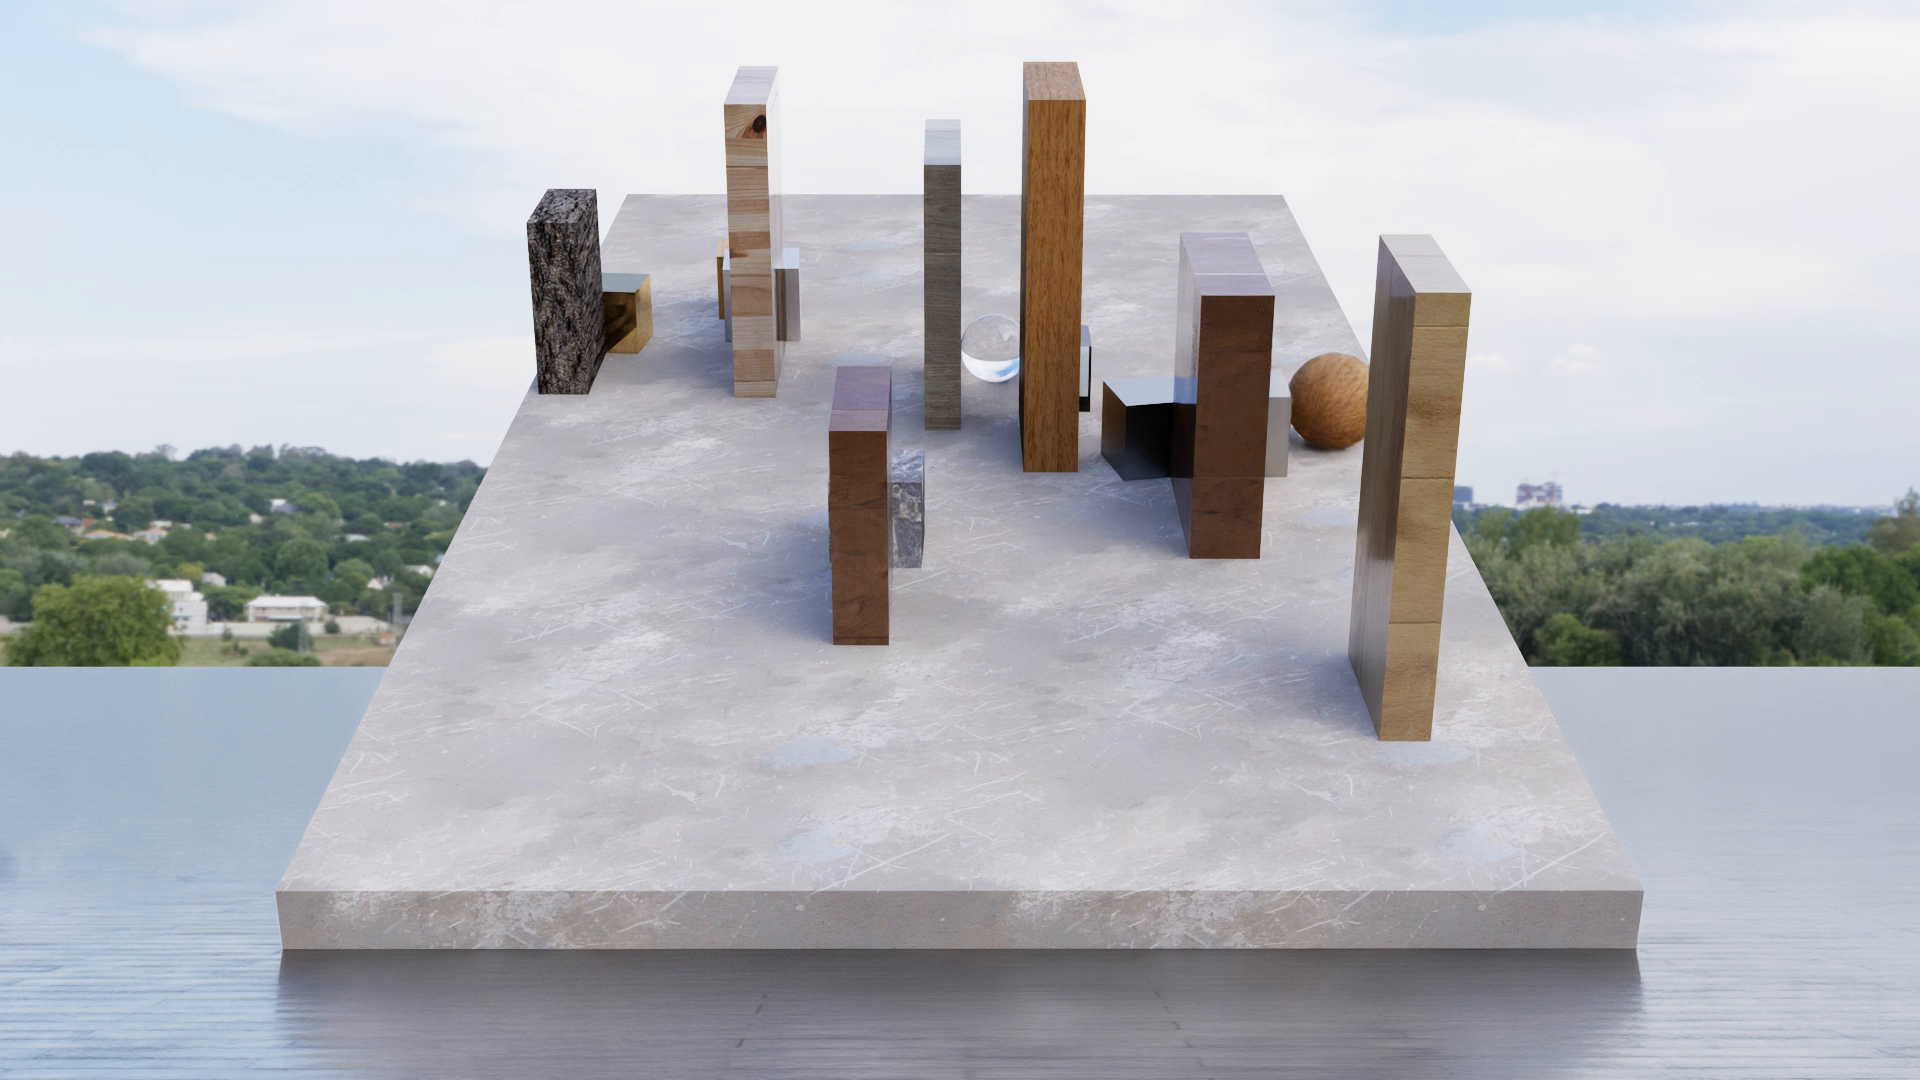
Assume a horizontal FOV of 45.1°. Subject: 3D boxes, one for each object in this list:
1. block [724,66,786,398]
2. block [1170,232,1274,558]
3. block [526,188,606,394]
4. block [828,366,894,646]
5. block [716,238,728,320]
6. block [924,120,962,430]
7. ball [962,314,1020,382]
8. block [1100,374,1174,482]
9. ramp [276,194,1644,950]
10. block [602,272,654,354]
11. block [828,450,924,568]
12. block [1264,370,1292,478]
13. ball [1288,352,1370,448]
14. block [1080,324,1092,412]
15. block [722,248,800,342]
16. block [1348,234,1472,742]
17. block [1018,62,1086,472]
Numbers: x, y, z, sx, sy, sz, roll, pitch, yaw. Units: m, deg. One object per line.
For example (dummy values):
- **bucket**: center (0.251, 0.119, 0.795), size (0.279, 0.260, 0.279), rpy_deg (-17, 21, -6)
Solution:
- **block**: center (-0.474, -0.725, 5.407), size (0.094, 0.683, 0.414), rpy_deg (0, 23, 0)
- **block**: center (0.515, -0.293, 4.592), size (0.137, 0.533, 0.432), rpy_deg (0, 23, 0)
- **block**: center (-0.921, -0.586, 5.429), size (0.115, 0.409, 0.306), rpy_deg (0, 23, 0)
- **block**: center (-0.177, -0.067, 4.215), size (0.100, 0.409, 0.344), rpy_deg (0, 23, 0)
- **block**: center (-0.537, -0.673, 5.946), size (0.165, 0.165, 0.165), rpy_deg (-1, 23, -3)
- **block**: center (-0.039, -0.606, 5.235), size (0.081, 0.602, 0.432), rpy_deg (0, 23, 0)
- **ball**: center (0.082, -0.451, 5.432), size (0.162, 0.162, 0.162), rpy_deg (0, -3, 0)
- **block**: center (0.408, -0.241, 4.933), size (0.168, 0.168, 0.168), rpy_deg (-5, 24, -12)
- **ramp**: center (-0.007, -0.226, 5.238), size (2.000, 0.100, 4.000), rpy_deg (0, 23, 0)
- **block**: center (-0.853, -0.560, 5.691), size (0.156, 0.156, 0.156), rpy_deg (3, 23, 6)
- **block**: center (-0.161, -0.063, 4.502), size (0.177, 0.177, 0.177), rpy_deg (1, 23, 1)
- **block**: center (0.603, -0.251, 4.943), size (0.180, 0.180, 0.180), rpy_deg (0, 23, 0)
- **ball**: center (0.814, -0.303, 5.030), size (0.209, 0.209, 0.209), rpy_deg (0, -3, 0)
- **block**: center (0.218, -0.395, 5.309), size (0.156, 0.156, 0.156), rpy_deg (0, 23, 0)
- **block**: center (-0.494, -0.614, 5.782), size (0.186, 0.186, 0.186), rpy_deg (-1, 23, -3)
- **block**: center (0.733, -0.086, 3.806), size (0.084, 0.768, 0.328), rpy_deg (0, 23, 0)
- **block**: center (0.193, -0.585, 4.938), size (0.115, 0.797, 0.378), rpy_deg (0, 23, 0)
